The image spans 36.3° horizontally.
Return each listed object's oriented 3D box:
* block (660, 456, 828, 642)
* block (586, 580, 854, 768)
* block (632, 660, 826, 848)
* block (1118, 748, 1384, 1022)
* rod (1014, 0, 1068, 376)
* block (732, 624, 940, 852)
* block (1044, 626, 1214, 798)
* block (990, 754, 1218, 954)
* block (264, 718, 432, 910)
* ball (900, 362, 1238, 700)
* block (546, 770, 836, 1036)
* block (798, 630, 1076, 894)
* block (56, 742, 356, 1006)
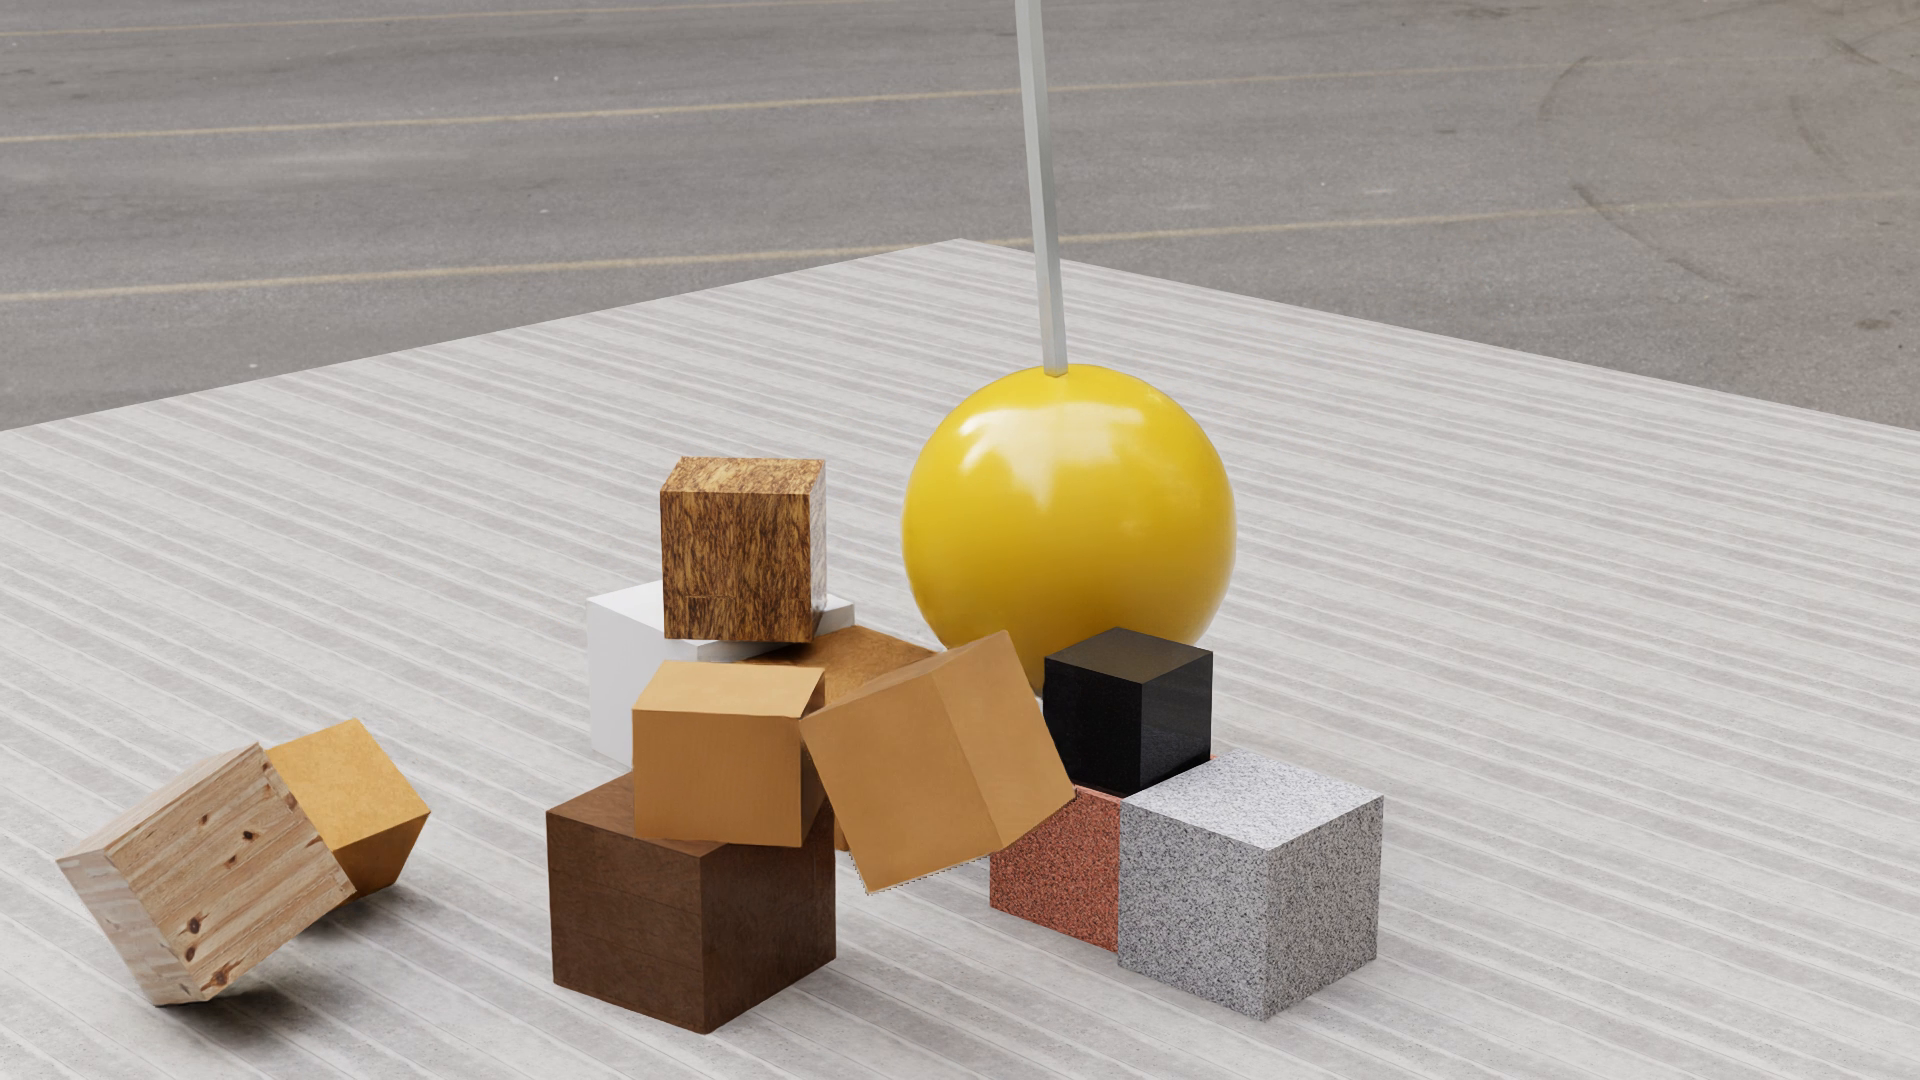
[{"bbox_3d":[-1.044,0.040,14.288,0.716,0.743,0.605,1,17,4],"label":"block"},{"bbox_3d":[-1.204,0.691,14.802,0.968,0.806,0.945,-15,23,-39],"label":"block"},{"bbox_3d":[-0.936,0.869,12.022,0.682,0.558,0.579,2,18,7],"label":"block"},{"bbox_3d":[1.232,1.448,12.466,0.777,0.763,0.806,15,23,40],"label":"block"},{"bbox_3d":[0.223,-3.168,12.579,0.080,5.200,0.080,17,31,42],"label":"rod"},{"bbox_3d":[-0.529,0.940,14.189,0.883,0.697,0.867,-16,24,-42],"label":"block"},{"bbox_3d":[0.729,0.752,12.723,0.520,0.543,0.522,14,22,37],"label":"block"},{"bbox_3d":[0.664,1.306,13.027,0.785,0.697,0.717,15,23,39],"label":"block"},{"bbox_3d":[-2.857,1.261,13.032,0.662,0.532,0.583,-21,61,-46],"label":"block"},{"bbox_3d":[0.514,-0.036,13.869,1.600,1.600,1.600,0,17,0],"label":"ball"},{"bbox_3d":[-1.124,1.462,12.380,0.828,0.788,0.883,12,21,33],"label":"block"},{"bbox_3d":[-0.085,0.867,11.594,0.644,0.728,0.691,-22,2,29],"label":"block"},{"bbox_3d":[-3.097,1.376,12.033,0.753,0.733,0.704,-37,11,-32],"label":"block"}]
